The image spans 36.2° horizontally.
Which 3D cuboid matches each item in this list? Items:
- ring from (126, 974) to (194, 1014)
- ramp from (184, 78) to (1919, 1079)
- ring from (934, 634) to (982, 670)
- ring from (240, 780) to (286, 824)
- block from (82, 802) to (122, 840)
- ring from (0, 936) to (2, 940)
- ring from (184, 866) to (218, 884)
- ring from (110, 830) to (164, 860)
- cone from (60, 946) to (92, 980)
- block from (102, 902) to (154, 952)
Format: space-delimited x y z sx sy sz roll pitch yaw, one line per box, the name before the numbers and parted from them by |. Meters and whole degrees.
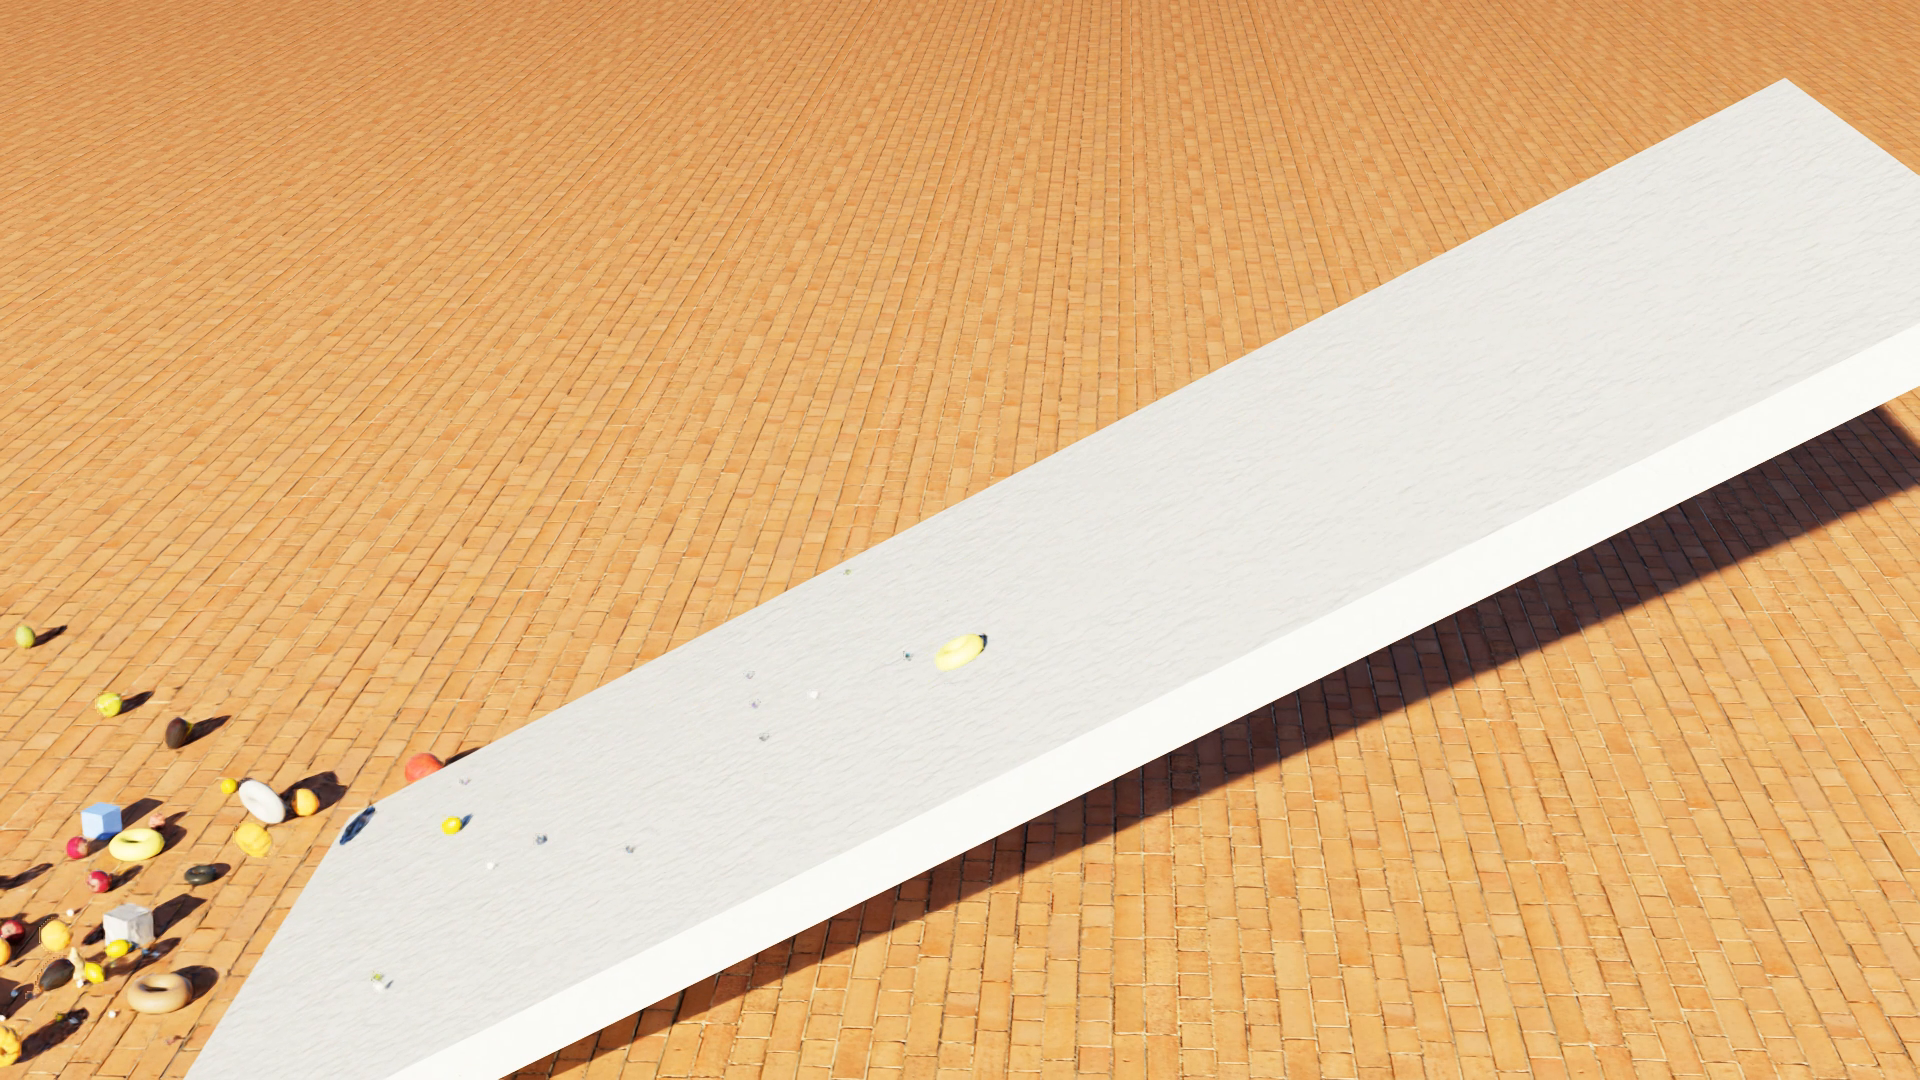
ring | -1.845 1.045 6.781 0.150 0.050 0.150 1 18 0
ramp | 0.141 0.167 6.282 4.000 0.100 2.000 -27 14 11
ring | -0.002 0.232 6.067 0.110 0.037 0.110 -27 15 8
ring | -1.837 0.691 7.753 0.144 0.144 0.048 12 49 34
block | -2.248 0.737 7.706 0.069 0.069 0.069 8 20 25
ring | -2.370 0.960 7.049 0.139 0.046 0.139 1 19 0
ring | -1.919 0.847 7.431 0.083 0.028 0.083 -1 18 0
ring | -2.124 0.786 7.590 0.138 0.046 0.138 -1 19 0
cone | -2.084 0.988 6.925 0.070 0.070 0.070 0 18 0
block | -2.001 0.932 7.080 0.080 0.080 0.080 11 21 30
